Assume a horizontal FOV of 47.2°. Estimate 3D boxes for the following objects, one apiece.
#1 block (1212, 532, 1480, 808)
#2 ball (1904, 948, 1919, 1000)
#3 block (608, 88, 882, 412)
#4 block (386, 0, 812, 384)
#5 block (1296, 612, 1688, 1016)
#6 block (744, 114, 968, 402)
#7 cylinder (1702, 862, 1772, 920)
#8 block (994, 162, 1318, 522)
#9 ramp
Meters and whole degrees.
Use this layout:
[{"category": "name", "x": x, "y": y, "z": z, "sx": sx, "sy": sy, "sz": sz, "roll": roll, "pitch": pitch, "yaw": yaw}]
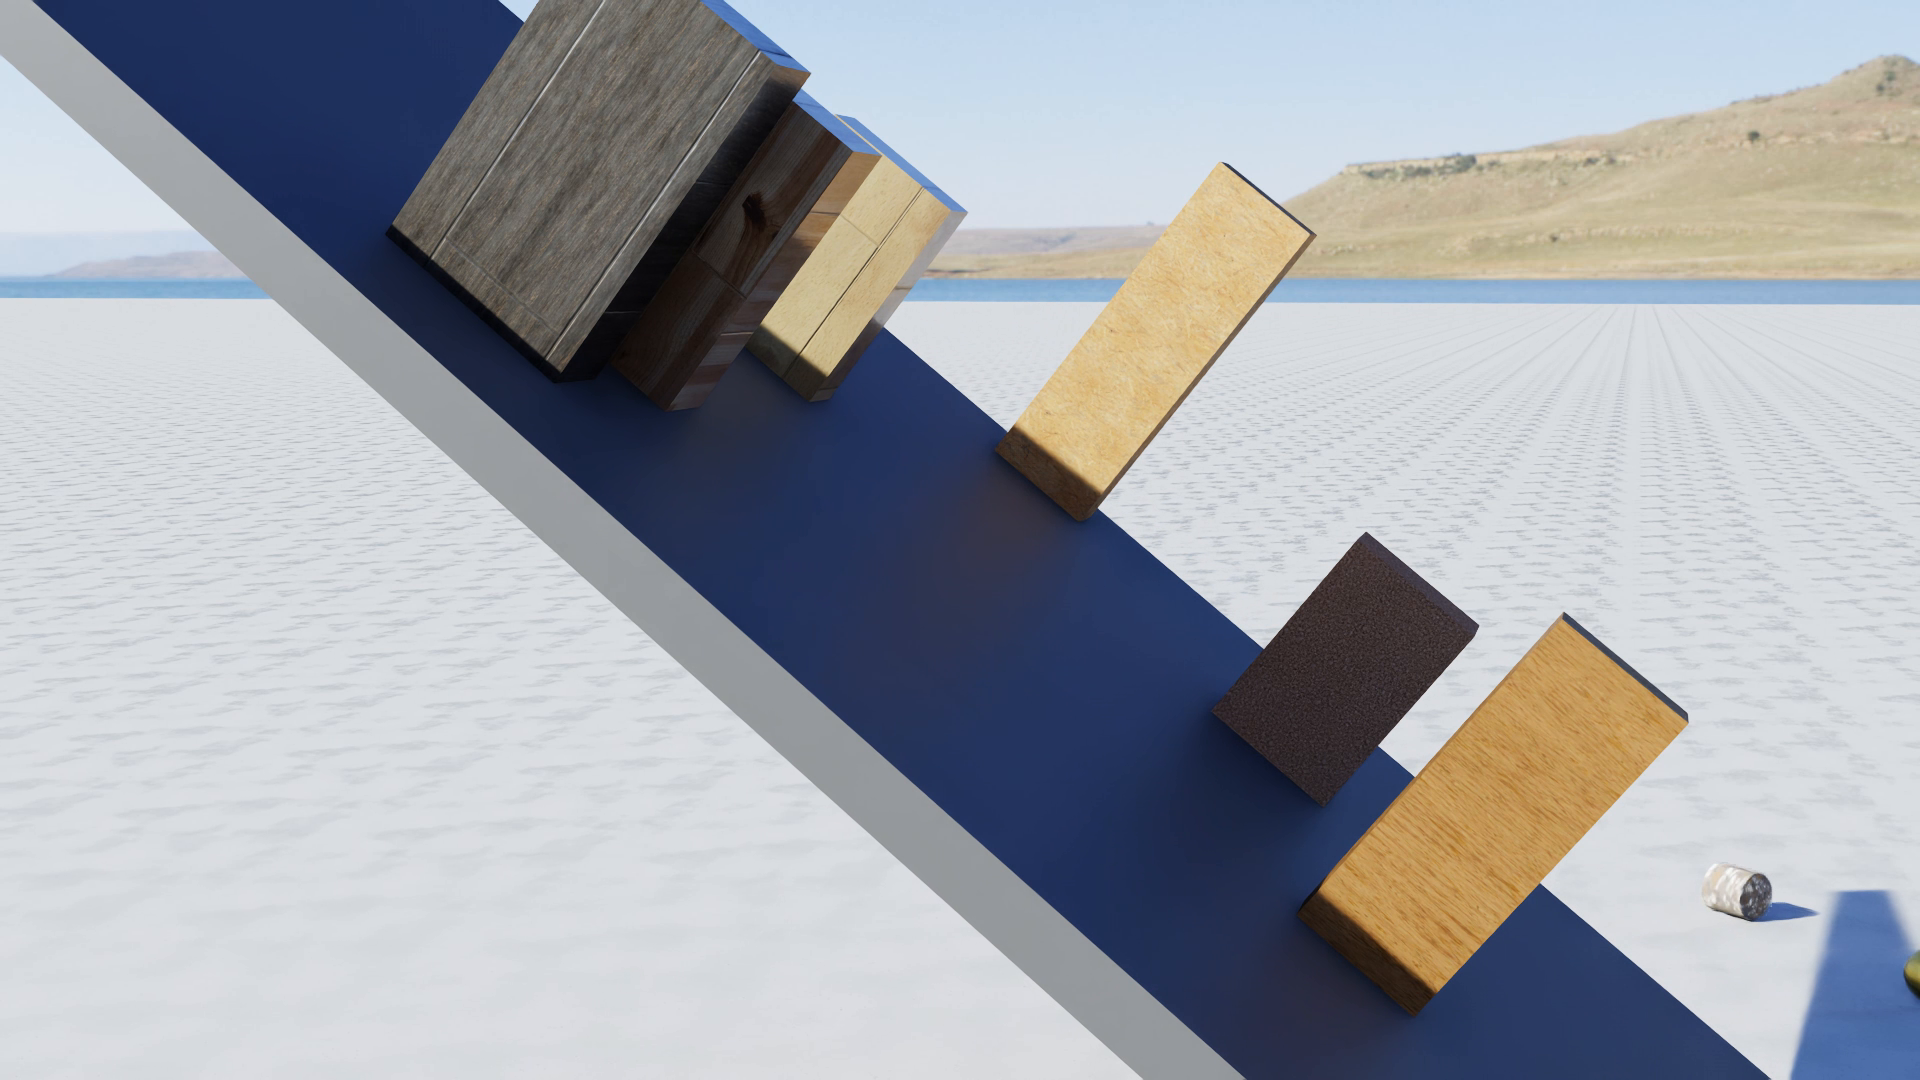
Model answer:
[{"category": "block", "x": 0.741, "y": 0.247, "z": 4.232, "sx": 0.281, "sy": 0.439, "sz": 0.141, "roll": 41, "pitch": 16, "yaw": 9}, {"category": "ball", "x": 2.477, "y": 1.106, "z": 5.587, "sx": 0.146, "sy": 0.146, "sz": 0.146, "roll": 0, "pitch": 7, "yaw": 0}, {"category": "block", "x": -0.444, "y": -0.541, "z": 3.659, "sx": 0.366, "sy": 0.536, "sz": 0.141, "roll": 41, "pitch": 16, "yaw": 9}, {"category": "block", "x": -0.568, "y": -0.600, "z": 3.426, "sx": 0.371, "sy": 0.607, "sz": 0.142, "roll": 41, "pitch": 16, "yaw": 9}, {"category": "block", "x": 0.851, "y": 0.444, "z": 3.540, "sx": 0.248, "sy": 0.651, "sz": 0.086, "roll": 41, "pitch": 16, "yaw": 9}, {"category": "block", "x": -0.246, "y": -0.538, "z": 4.221, "sx": 0.293, "sy": 0.460, "sz": 0.111, "roll": 41, "pitch": 16, "yaw": 9}, {"category": "cylinder", "x": 2.247, "y": 1.017, "z": 6.365, "sx": 0.137, "sy": 0.137, "sz": 0.137, "roll": -4, "pitch": 8, "yaw": -31}, {"category": "block", "x": 0.416, "y": -0.421, "z": 4.735, "sx": 0.246, "sy": 0.787, "sz": 0.105, "roll": 41, "pitch": 16, "yaw": 9}, {"category": "ramp", "x": -0.020, "y": 0.072, "z": 4.049, "sx": 4.000, "sy": 0.100, "sz": 2.000, "roll": 41, "pitch": 16, "yaw": 9}]
